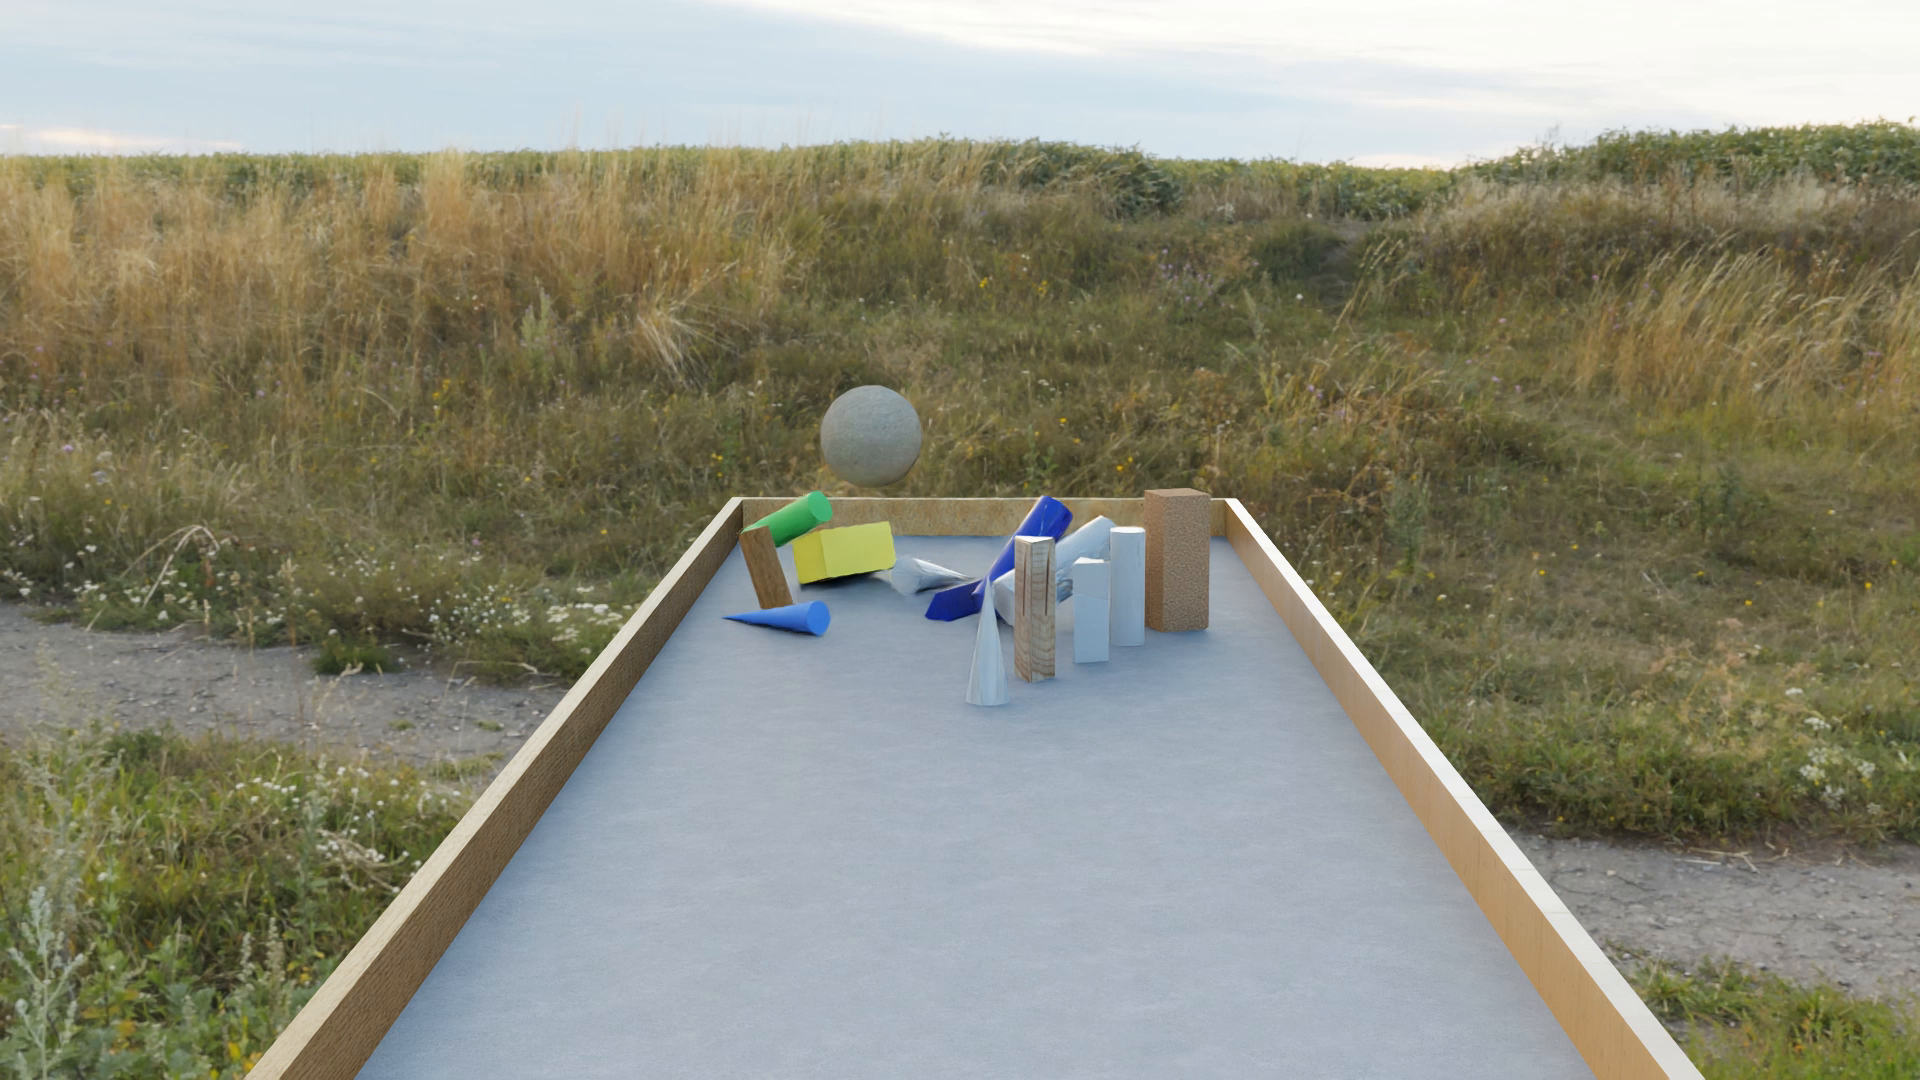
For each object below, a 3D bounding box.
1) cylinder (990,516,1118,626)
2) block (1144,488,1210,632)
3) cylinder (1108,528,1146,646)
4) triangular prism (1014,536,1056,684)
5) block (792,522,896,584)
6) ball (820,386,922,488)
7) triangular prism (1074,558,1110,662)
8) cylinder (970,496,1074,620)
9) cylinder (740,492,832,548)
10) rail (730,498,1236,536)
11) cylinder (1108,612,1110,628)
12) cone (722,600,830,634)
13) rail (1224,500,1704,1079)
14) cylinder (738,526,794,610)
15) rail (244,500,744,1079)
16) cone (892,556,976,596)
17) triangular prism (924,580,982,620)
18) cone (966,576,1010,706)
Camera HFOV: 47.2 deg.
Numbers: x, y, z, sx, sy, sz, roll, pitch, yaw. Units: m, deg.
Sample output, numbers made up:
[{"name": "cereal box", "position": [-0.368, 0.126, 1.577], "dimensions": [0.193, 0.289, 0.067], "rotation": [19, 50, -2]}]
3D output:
[{"name": "cylinder", "position": [0.329, 0.105, 7.238], "dimensions": [0.454, 0.177, 0.177], "rotation": [-31, 23, -25]}, {"name": "block", "position": [0.706, 0.065, 7.183], "dimensions": [0.163, 0.444, 0.163], "rotation": [-3, 10, -19]}, {"name": "cylinder", "position": [0.527, 0.147, 6.930], "dimensions": [0.112, 0.361, 0.112], "rotation": [0, 9, 0]}, {"name": "triangular prism", "position": [0.202, 0.199, 6.432], "dimensions": [0.102, 0.414, 0.118], "rotation": [7, 11, 37]}, {"name": "block", "position": [-0.422, 0.047, 8.039], "dimensions": [0.330, 0.171, 0.171], "rotation": [-8, -4, -42]}, {"name": "ball", "position": [-0.325, -0.378, 8.062], "dimensions": [0.377, 0.377, 0.377], "rotation": [0, 9, 0]}, {"name": "triangular prism", "position": [0.384, 0.212, 6.700], "dimensions": [0.113, 0.305, 0.098], "rotation": [-3, 9, -17]}, {"name": "cylinder", "position": [0.209, 0.059, 7.370], "dimensions": [0.137, 0.137, 0.431], "rotation": [10, 57, 47]}, {"name": "cylinder", "position": [-0.618, -0.052, 7.787], "dimensions": [0.358, 0.116, 0.116], "rotation": [-26, -8, 36]}, {"name": "rail", "position": [0.099, -0.098, 9.147], "dimensions": [2.100, 0.150, 0.050], "rotation": [0, 9, 1]}, {"name": "cylinder", "position": [0.559, 0.153, 7.295], "dimensions": [0.118, 0.118, 0.355], "rotation": [4, 30, 24]}, {"name": "cone", "position": [-0.633, 0.256, 7.222], "dimensions": [0.456, 0.110, 0.110], "rotation": [-2, 6, 39]}, {"name": "rail", "position": [1.046, 0.843, 3.208], "dimensions": [0.050, 0.150, 12.000], "rotation": [0, 9, 1]}, {"name": "cylinder", "position": [-0.641, 0.109, 7.297], "dimensions": [0.108, 0.301, 0.108], "rotation": [-18, 0, 0]}, {"name": "rail", "position": [-1.004, 0.839, 3.234], "dimensions": [0.050, 0.150, 12.000], "rotation": [0, 9, 1]}, {"name": "cone", "position": [-0.064, 0.135, 7.939], "dimensions": [0.139, 0.139, 0.416], "rotation": [7, 2, 37]}, {"name": "triangular prism", "position": [0.017, 0.195, 7.473], "dimensions": [0.104, 0.090, 0.352], "rotation": [5, 10, 31]}, {"name": "cone", "position": [0.078, 0.270, 6.144], "dimensions": [0.125, 0.364, 0.125], "rotation": [0, 9, 0]}]
